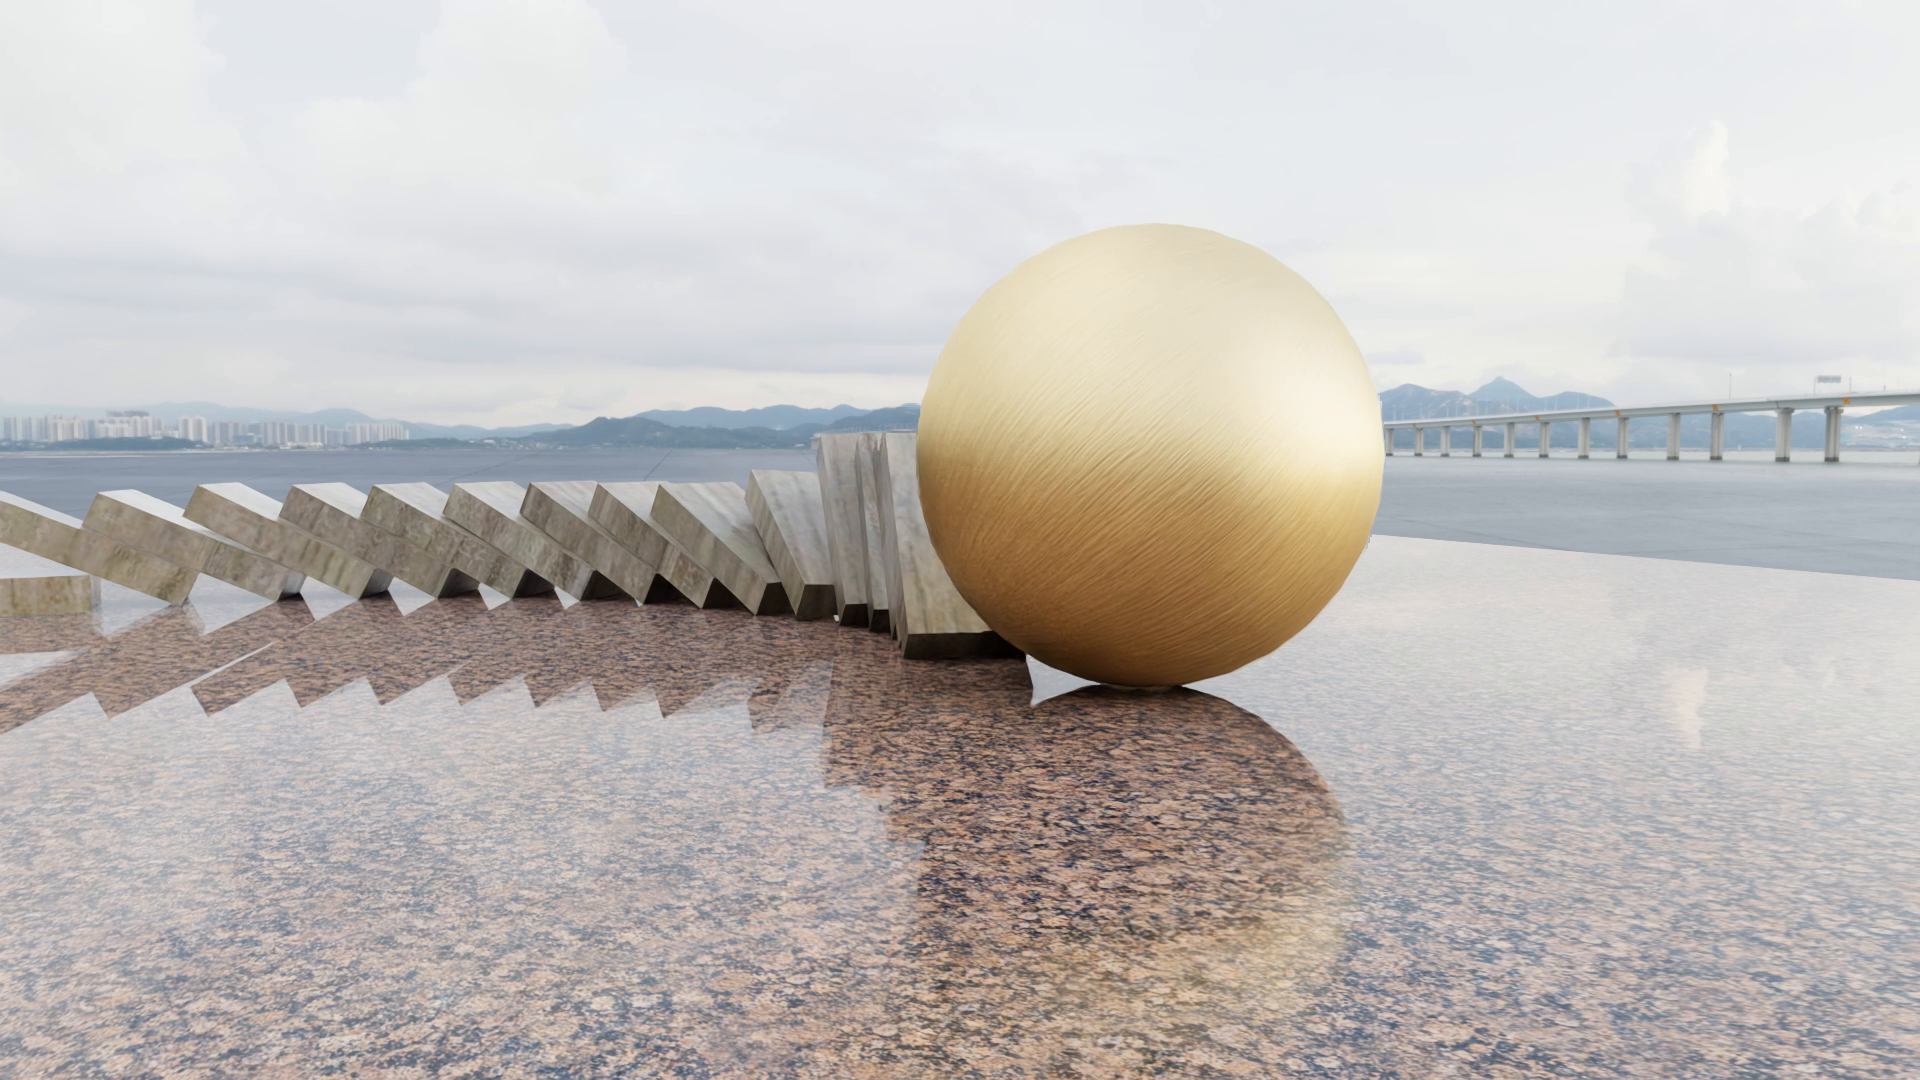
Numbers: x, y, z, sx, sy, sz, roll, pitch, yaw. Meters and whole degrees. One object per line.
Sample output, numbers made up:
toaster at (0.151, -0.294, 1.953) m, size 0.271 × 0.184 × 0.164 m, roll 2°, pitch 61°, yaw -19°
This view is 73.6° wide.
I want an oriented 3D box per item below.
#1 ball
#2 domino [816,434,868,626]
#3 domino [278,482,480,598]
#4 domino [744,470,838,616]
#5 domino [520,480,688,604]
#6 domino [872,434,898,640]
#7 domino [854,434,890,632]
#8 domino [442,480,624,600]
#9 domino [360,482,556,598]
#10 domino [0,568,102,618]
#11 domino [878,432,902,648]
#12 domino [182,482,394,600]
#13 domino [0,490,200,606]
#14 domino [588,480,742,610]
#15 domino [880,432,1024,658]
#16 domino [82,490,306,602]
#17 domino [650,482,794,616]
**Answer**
ball at (0.032, -0.014, 0.224) m, size 0.080 × 0.080 × 0.080 m, roll 0°, pitch 4°, yaw 0°
domino at (-0.019, -0.003, 0.314) m, size 0.025 × 0.050 × 0.010 m, roll -1°, pitch -34°, yaw -16°
domino at (-0.163, 0.000, 0.365) m, size 0.050 × 0.010 × 0.025 m, roll 27°, pitch 6°, yaw 2°
domino at (-0.036, 0.000, 0.330) m, size 0.025 × 0.010 × 0.050 m, roll 1°, pitch 35°, yaw -28°
domino at (-0.096, 0.000, 0.359) m, size 0.050 × 0.009 × 0.025 m, roll 32°, pitch 18°, yaw 22°
domino at (-0.005, -0.002, 0.291) m, size 0.025 × 0.050 × 0.009 m, roll -1°, pitch -34°, yaw -11°
domino at (-0.010, -0.003, 0.303) m, size 0.025 × 0.050 × 0.009 m, roll 0°, pitch -34°, yaw -11°
domino at (-0.118, 0.000, 0.364) m, size 0.050 × 0.009 × 0.025 m, roll 30°, pitch 12°, yaw 14°
domino at (-0.141, 0.000, 0.366) m, size 0.050 × 0.009 × 0.025 m, roll 28°, pitch 8°, yaw 6°
domino at (-0.247, 0.014, 0.323) m, size 0.050 × 0.009 × 0.025 m, roll -2°, pitch 5°, yaw -29°
domino at (-0.003, -0.001, 0.279) m, size 0.025 × 0.050 × 0.009 m, roll -1°, pitch -34°, yaw -11°
domino at (-0.186, 0.000, 0.359) m, size 0.050 × 0.009 × 0.025 m, roll 27°, pitch 0°, yaw -8°
domino at (-0.227, 0.002, 0.335) m, size 0.050 × 0.009 × 0.025 m, roll 27°, pitch -9°, yaw -26°
domino at (-0.076, 0.000, 0.351) m, size 0.050 × 0.009 × 0.025 m, roll 35°, pitch 22°, yaw 28°
domino at (-0.001, 0.000, 0.267) m, size 0.025 × 0.050 × 0.009 m, roll -1°, pitch -34°, yaw -11°
domino at (-0.207, 0.001, 0.351) m, size 0.050 × 0.009 × 0.025 m, roll 25°, pitch -2°, yaw -15°
domino at (-0.057, 0.001, 0.339) m, size 0.025 × 0.009 × 0.050 m, roll -5°, pitch 34°, yaw -48°
